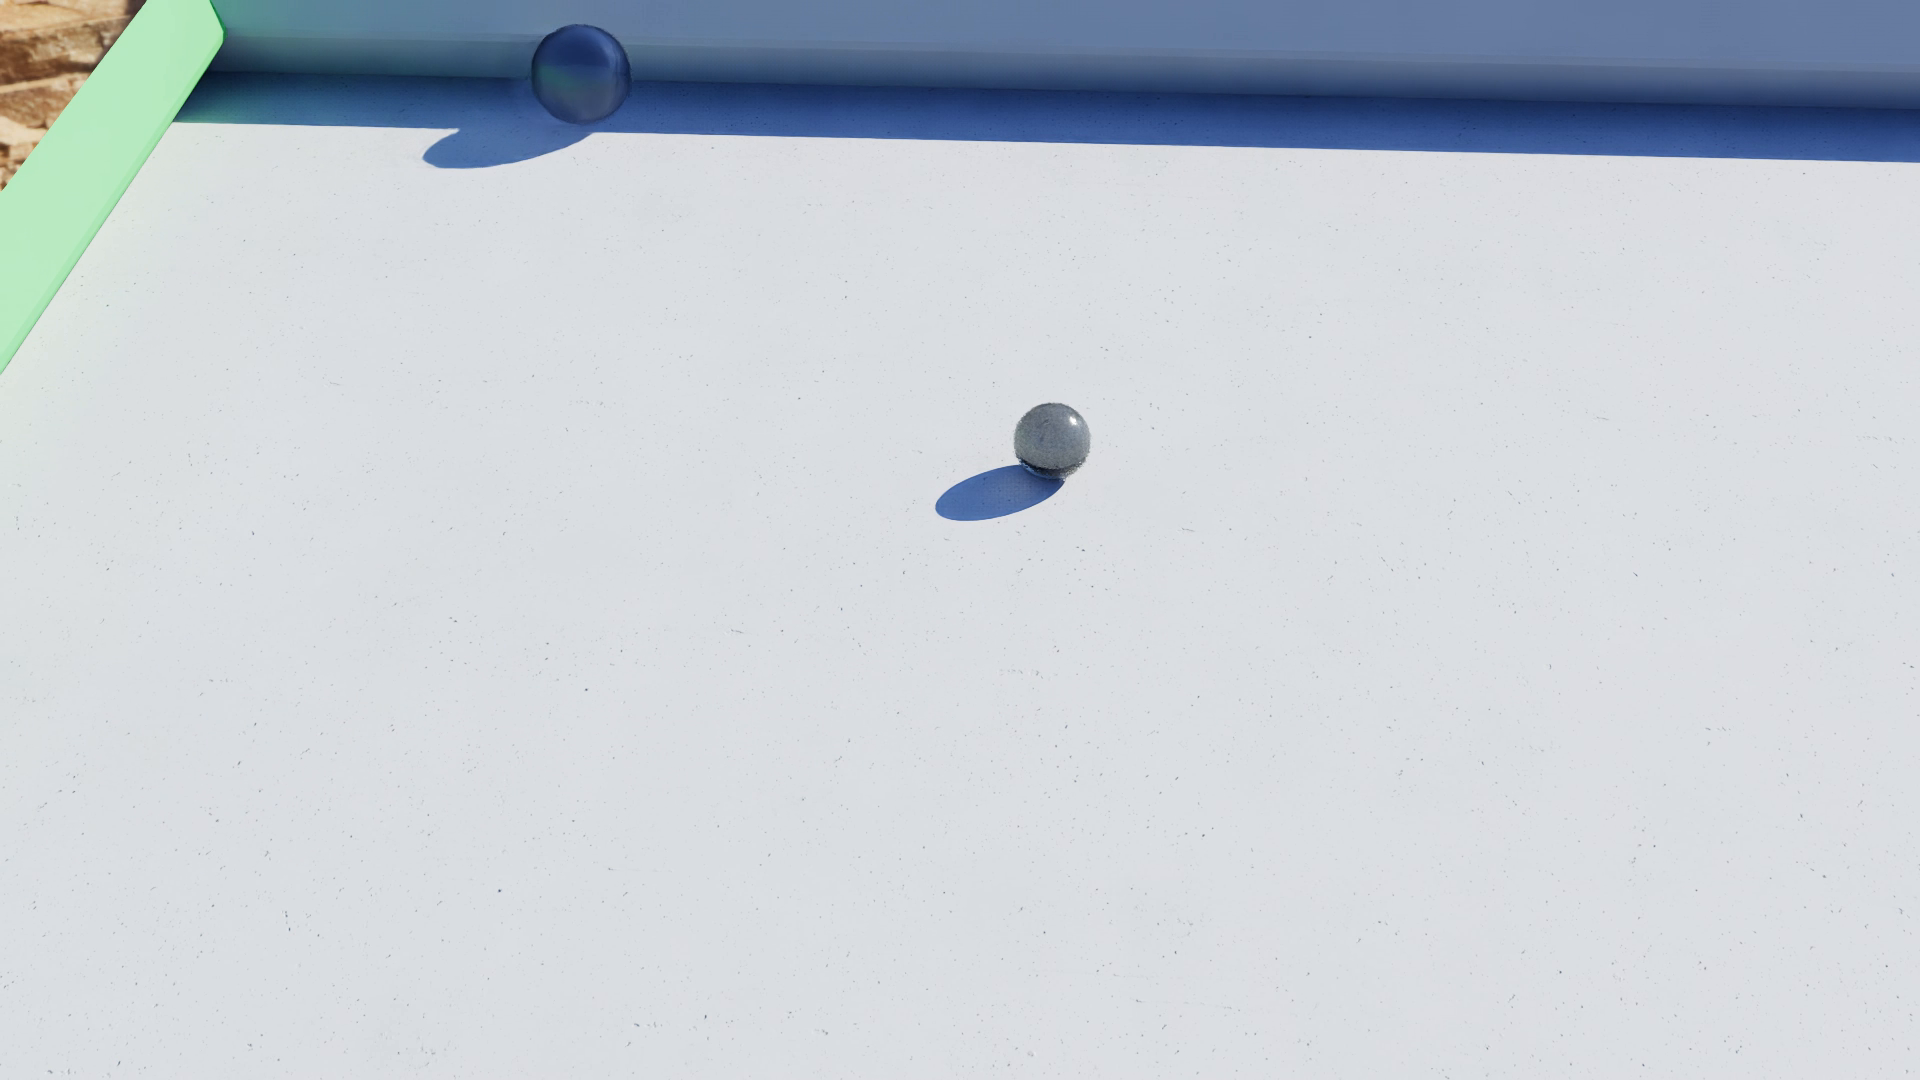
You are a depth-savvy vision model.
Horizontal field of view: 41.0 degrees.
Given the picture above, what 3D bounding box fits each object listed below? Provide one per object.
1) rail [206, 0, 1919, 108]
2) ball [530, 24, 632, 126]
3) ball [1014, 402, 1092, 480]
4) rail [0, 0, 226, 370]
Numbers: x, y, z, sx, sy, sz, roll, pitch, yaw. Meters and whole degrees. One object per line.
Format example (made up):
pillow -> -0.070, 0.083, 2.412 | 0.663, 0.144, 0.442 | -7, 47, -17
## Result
rail -> 0.823, -0.452, 2.398 | 3.136, 0.121, 0.045 | 2, 35, 2
ball -> -0.355, -0.435, 2.400 | 0.093, 0.093, 0.093 | 0, 35, 0
ball -> 0.069, -0.074, 1.920 | 0.058, 0.058, 0.058 | 0, 35, 0
rail -> -0.759, -0.046, 1.825 | 0.045, 0.121, 1.611 | 2, 35, 2
